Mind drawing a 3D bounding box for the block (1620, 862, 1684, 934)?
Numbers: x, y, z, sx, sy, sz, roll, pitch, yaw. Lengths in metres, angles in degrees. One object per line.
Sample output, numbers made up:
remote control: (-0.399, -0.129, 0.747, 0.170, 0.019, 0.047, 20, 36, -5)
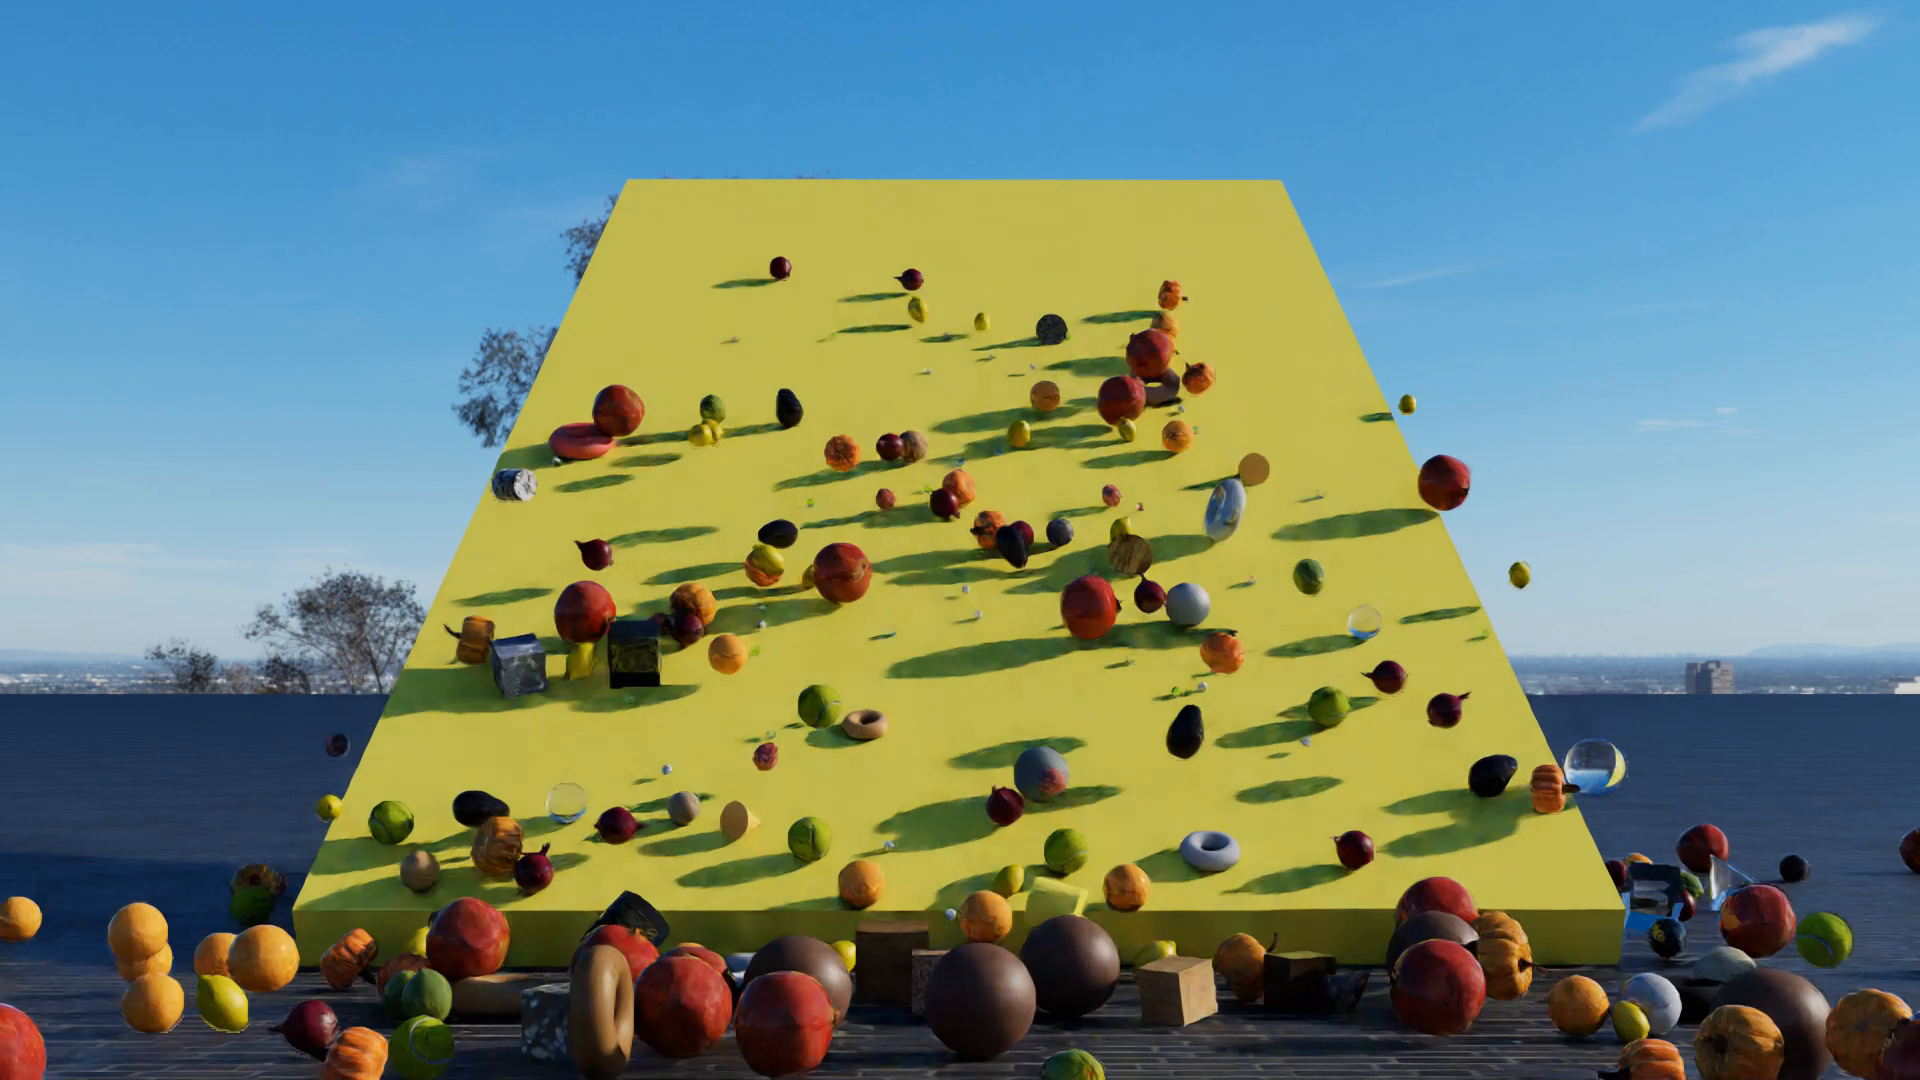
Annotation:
block: (1.183, 0.612, 3.991, 0.081, 0.081, 0.081, 6, 42, 4)

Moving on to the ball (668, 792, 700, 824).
ball: (-0.440, 0.426, 3.714, 0.052, 0.052, 0.052, 0, -4, 0)

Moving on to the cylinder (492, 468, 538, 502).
cylinder: (-0.915, -0.113, 4.795, 0.065, 0.065, 0.065, 8, 2, 37)

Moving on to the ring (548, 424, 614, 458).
ring: (-0.833, -0.218, 5.134, 0.143, 0.048, 0.143, 1, 24, 0)

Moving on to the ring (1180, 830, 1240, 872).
ring: (0.388, 0.482, 3.622, 0.094, 0.031, 0.094, 1, 24, 0)

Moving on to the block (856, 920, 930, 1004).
block: (-0.091, 0.570, 3.162, 0.096, 0.096, 0.096, 0, 0, 2)

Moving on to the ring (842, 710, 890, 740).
ring: (-0.161, 0.315, 3.990, 0.081, 0.027, 0.081, 0, 23, 0)

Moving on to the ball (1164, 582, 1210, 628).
ball: (0.424, 0.121, 4.350, 0.085, 0.085, 0.085, 0, -4, 0)

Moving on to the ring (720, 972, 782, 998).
ring: (-0.287, 0.610, 3.200, 0.086, 0.029, 0.086, 0, -3, 0)

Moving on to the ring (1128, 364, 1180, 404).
ring: (0.452, -0.362, 5.431, 0.122, 0.122, 0.041, 0, -45, 7)

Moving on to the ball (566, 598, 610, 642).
ball: (-0.684, 0.147, 4.289, 0.082, 0.082, 0.082, 0, -4, 0)

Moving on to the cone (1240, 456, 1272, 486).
cone: (0.621, -0.149, 5.008, 0.070, 0.070, 0.070, 1, 10, -17)

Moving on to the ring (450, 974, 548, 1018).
ring: (-0.595, 0.591, 3.028, 0.134, 0.045, 0.134, 0, -5, 0)

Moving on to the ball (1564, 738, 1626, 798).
ball: (1.037, 0.372, 3.813, 0.097, 0.097, 0.097, 0, -4, 0)

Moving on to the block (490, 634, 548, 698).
block: (-0.780, 0.222, 4.128, 0.078, 0.078, 0.078, -10, 26, -21)

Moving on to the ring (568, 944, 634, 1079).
ring: (-0.384, 0.507, 2.500, 0.049, 0.146, 0.146, -2, -4, 4)

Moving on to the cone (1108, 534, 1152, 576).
cone: (0.344, 0.011, 4.590, 0.090, 0.090, 0.090, -1, 23, 19)

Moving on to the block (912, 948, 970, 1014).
block: (-0.025, 0.576, 3.050, 0.076, 0.076, 0.076, 0, -4, 0)

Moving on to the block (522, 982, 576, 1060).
block: (-0.452, 0.553, 2.682, 0.076, 0.076, 0.076, -1, -4, 16)

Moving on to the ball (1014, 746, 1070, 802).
ball: (0.131, 0.379, 3.774, 0.091, 0.091, 0.091, 0, -4, 0)

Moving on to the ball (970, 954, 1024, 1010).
ball: (0.048, 0.580, 3.062, 0.070, 0.070, 0.070, 0, -4, 0)

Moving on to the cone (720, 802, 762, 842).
cone: (-0.336, 0.447, 3.697, 0.063, 0.063, 0.063, -3, -10, 39)

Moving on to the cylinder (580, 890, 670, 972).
cylinder: (-0.479, 0.566, 3.336, 0.091, 0.091, 0.091, -5, 36, 53)

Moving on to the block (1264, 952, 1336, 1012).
block: (0.447, 0.581, 3.074, 0.069, 0.069, 0.069, 2, -4, -23)

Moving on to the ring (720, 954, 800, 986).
ring: (-0.284, 0.610, 3.316, 0.115, 0.038, 0.115, 4, -6, 0)

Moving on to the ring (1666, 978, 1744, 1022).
ring: (0.931, 0.588, 2.988, 0.136, 0.045, 0.136, 1, -3, 0)

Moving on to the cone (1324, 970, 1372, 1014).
cone: (0.510, 0.570, 3.004, 0.058, 0.058, 0.058, -40, -19, 19)

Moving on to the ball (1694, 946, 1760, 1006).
ball: (1.008, 0.575, 3.067, 0.081, 0.081, 0.081, 0, -4, 0)

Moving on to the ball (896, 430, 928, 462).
ball: (-0.104, -0.204, 5.079, 0.069, 0.069, 0.069, 0, -4, 0)

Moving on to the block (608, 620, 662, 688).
block: (-0.580, 0.203, 4.159, 0.087, 0.087, 0.087, -2, 26, -4)

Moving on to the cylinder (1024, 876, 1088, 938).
cylinder: (0.141, 0.540, 3.431, 0.073, 0.073, 0.073, 14, 0, 16)

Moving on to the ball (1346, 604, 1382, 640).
ball: (0.746, 0.152, 4.307, 0.065, 0.065, 0.065, 0, -4, 0)

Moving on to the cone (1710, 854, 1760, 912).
cone: (1.436, 0.631, 4.392, 0.097, 0.097, 0.097, -12, -39, -10)

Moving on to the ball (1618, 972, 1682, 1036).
ball: (0.835, 0.563, 2.826, 0.075, 0.075, 0.075, 0, -4, 0)

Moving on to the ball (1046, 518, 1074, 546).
ball: (0.200, -0.016, 4.684, 0.056, 0.056, 0.056, 0, -4, 0)

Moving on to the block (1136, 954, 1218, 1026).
block: (0.275, 0.569, 2.948, 0.068, 0.068, 0.068, -4, 5, 45)

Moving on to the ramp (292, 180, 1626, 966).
ramp: (-0.008, -0.229, 5.338, 2.000, 0.100, 4.000, 0, 24, 0)

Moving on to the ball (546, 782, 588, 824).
ball: (-0.625, 0.418, 3.713, 0.066, 0.066, 0.066, 0, -4, 0)

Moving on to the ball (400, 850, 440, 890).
ball: (-0.819, 0.501, 3.537, 0.060, 0.060, 0.060, 0, -4, 0)

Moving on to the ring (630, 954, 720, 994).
ring: (-0.398, 0.607, 3.260, 0.126, 0.042, 0.126, 2, -1, 0)
